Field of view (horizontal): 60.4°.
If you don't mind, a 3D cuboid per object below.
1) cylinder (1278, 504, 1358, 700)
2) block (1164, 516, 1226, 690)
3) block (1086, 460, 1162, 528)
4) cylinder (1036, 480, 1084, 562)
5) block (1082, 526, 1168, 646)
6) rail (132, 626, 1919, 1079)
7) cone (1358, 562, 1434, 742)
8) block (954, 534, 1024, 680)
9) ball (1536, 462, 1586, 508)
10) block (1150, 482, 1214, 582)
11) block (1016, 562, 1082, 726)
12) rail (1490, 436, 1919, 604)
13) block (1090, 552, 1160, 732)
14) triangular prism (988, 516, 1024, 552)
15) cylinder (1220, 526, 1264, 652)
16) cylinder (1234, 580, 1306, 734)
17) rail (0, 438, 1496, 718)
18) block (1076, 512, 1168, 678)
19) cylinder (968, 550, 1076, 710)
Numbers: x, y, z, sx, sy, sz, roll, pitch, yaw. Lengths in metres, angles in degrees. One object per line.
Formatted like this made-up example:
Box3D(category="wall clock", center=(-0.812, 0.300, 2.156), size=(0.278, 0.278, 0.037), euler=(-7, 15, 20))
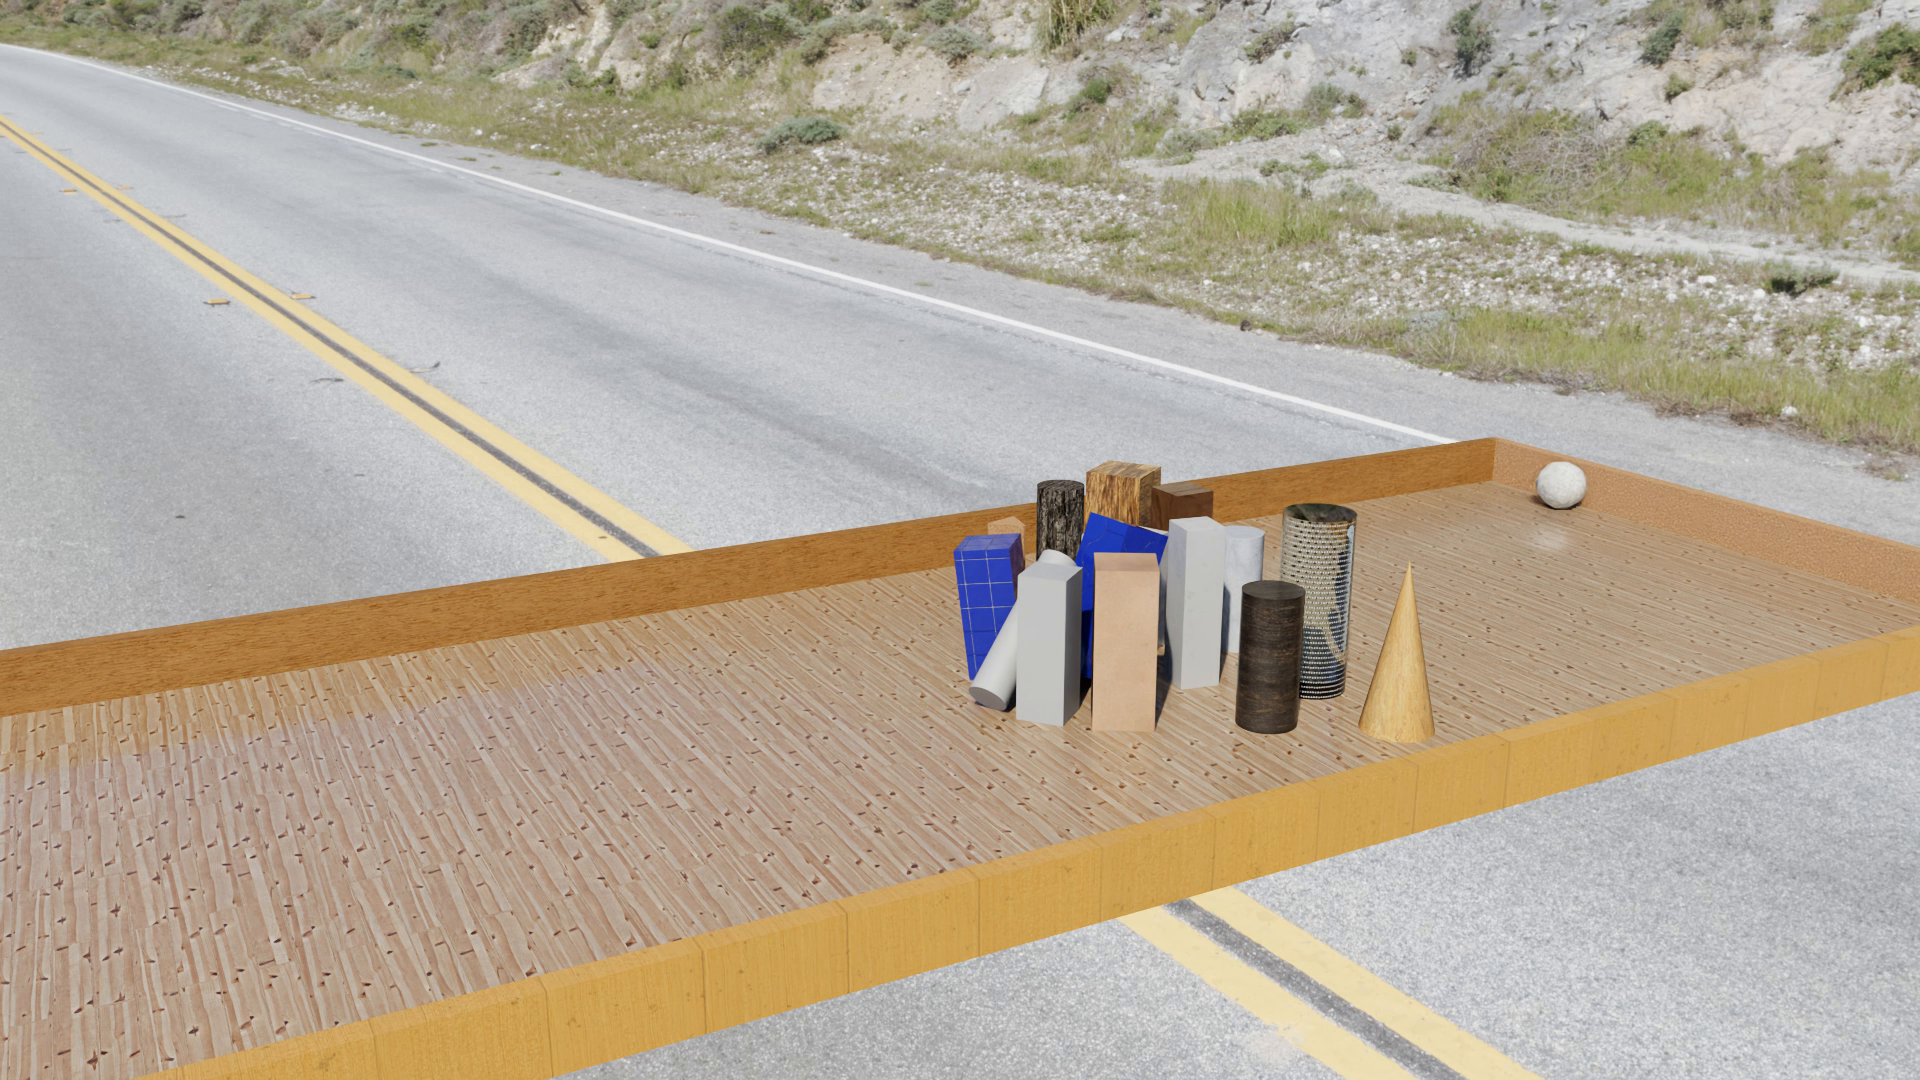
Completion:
Box3D(category="cylinder", center=(0.870, 0.150, 4.048), size=(0.176, 0.450, 0.176), euler=(0, 16, 0))
Box3D(category="block", center=(0.581, 0.156, 4.094), size=(0.103, 0.411, 0.103), euler=(-5, 17, -17))
Box3D(category="block", center=(0.475, -0.032, 4.822), size=(0.165, 0.361, 0.165), euler=(9, 18, 27))
Box3D(category="cylinder", center=(0.277, 0.029, 4.591), size=(0.130, 0.375, 0.130), euler=(0, 16, 0))
Box3D(category="block", center=(0.431, 0.132, 4.349), size=(0.165, 0.312, 0.165), euler=(12, 19, 36))
Box3D(category="rail", center=(-2.336, 1.006, 1.665), size=(12.000, 0.150, 0.050), euler=(-9, 18, -27))
Box3D(category="cone", center=(1.021, 0.242, 3.802), size=(0.174, 0.411, 0.174), euler=(0, 16, 0))
Box3D(category="block", center=(0.089, 0.168, 4.158), size=(0.141, 0.338, 0.141), euler=(-3, 15, 15))
Box3D(category="ball", center=(2.083, -0.192, 5.716), size=(0.164, 0.164, 0.164), euler=(0, 16, 0))
Box3D(category="block", center=(0.615, 0.031, 4.611), size=(0.122, 0.360, 0.122), euler=(-9, 19, -28))
Box3D(category="block", center=(0.210, 0.244, 3.889), size=(0.118, 0.358, 0.118), euler=(7, 18, 22))
Box3D(category="rail", center=(2.466, -0.048, 5.253), size=(0.050, 0.150, 2.100), euler=(-9, 18, -27))
Box3D(category="block", center=(0.383, 0.238, 3.852), size=(0.145, 0.391, 0.145), euler=(1, 16, 3))
Box3D(category="triangular prism", center=(0.131, 0.114, 4.359), size=(0.098, 0.343, 0.085), euler=(4, 17, 14))
Box3D(category="cylinder", center=(0.734, 0.129, 4.360), size=(0.125, 0.313, 0.125), euler=(0, 16, 0))
Box3D(category="cylinder", center=(0.722, 0.272, 3.845), size=(0.145, 0.329, 0.145), euler=(0, 16, 0))
Box3D(category="rail", center=(-3.305, 0.497, 3.399), size=(12.000, 0.150, 0.050), euler=(-9, 18, -27))
Box3D(category="block", center=(0.365, 0.145, 4.125), size=(0.143, 0.388, 0.143), euler=(15, 5, -39))
Box3D(category="cylinder", center=(0.157, 0.216, 4.020), size=(0.100, 0.100, 0.412), euler=(11, 59, 33))
